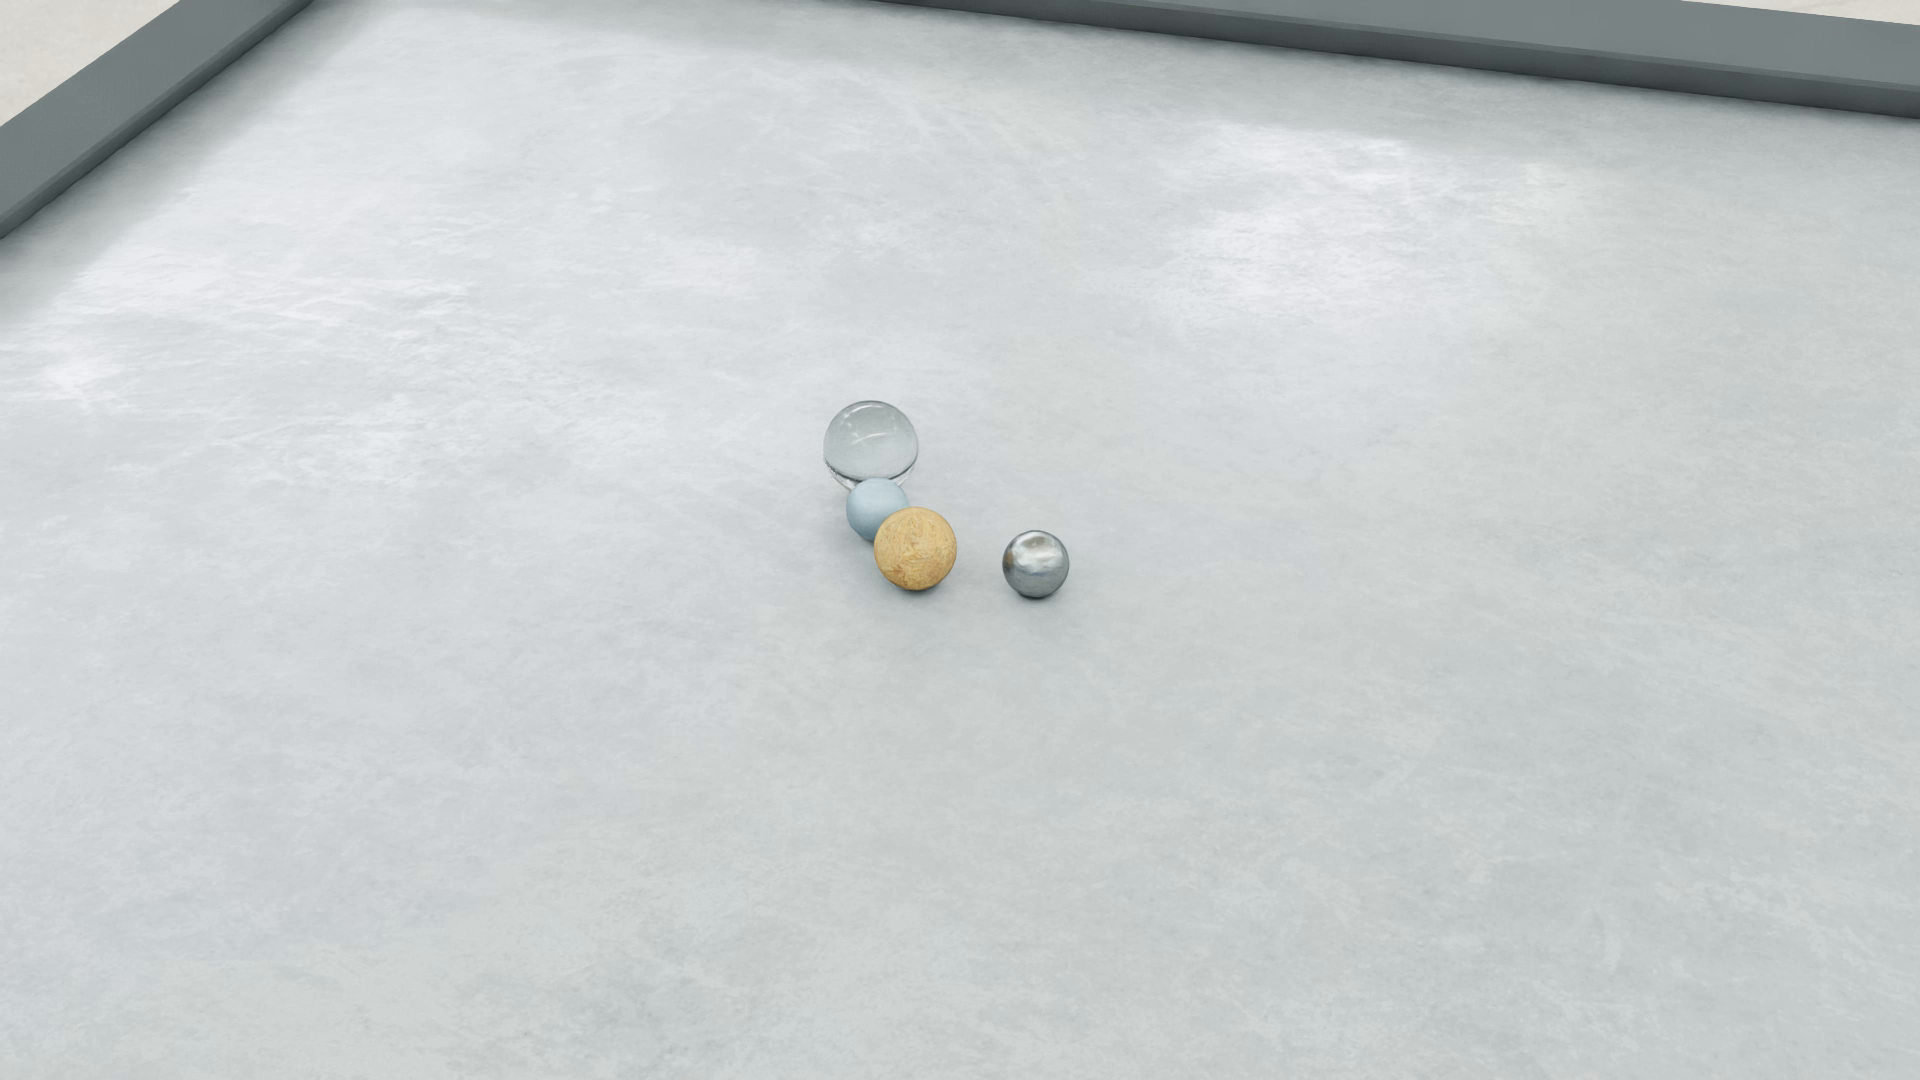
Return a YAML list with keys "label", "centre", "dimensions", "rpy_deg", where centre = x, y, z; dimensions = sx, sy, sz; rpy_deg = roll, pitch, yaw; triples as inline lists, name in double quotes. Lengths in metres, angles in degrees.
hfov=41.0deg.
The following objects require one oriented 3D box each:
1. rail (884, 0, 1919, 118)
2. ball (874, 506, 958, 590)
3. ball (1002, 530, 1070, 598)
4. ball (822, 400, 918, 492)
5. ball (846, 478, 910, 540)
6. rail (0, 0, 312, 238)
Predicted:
- label: "rail"
  centre: [1.294, -0.421, 2.558]
  dimensions: [4.154, 0.100, 0.045]
  rpy_deg: [9, 35, 13]
- label: "ball"
  centre: [-0.034, 0.006, 1.955]
  dimensions: [0.064, 0.064, 0.064]
  rpy_deg: [0, 34, 0]
- label: "ball"
  centre: [0.057, 0.018, 1.949]
  dimensions: [0.052, 0.052, 0.052]
  rpy_deg: [0, 34, 0]
- label: "ball"
  centre: [-0.072, -0.074, 2.063]
  dimensions: [0.077, 0.077, 0.077]
  rpy_deg: [0, 34, 0]
- label: "ball"
  centre: [-0.065, -0.024, 2.013]
  dimensions: [0.050, 0.050, 0.050]
  rpy_deg: [0, 34, 0]
- label: "rail"
  centre: [-0.974, -0.176, 2.193]
  dimensions: [0.045, 0.100, 2.166]
  rpy_deg: [9, 35, 13]
